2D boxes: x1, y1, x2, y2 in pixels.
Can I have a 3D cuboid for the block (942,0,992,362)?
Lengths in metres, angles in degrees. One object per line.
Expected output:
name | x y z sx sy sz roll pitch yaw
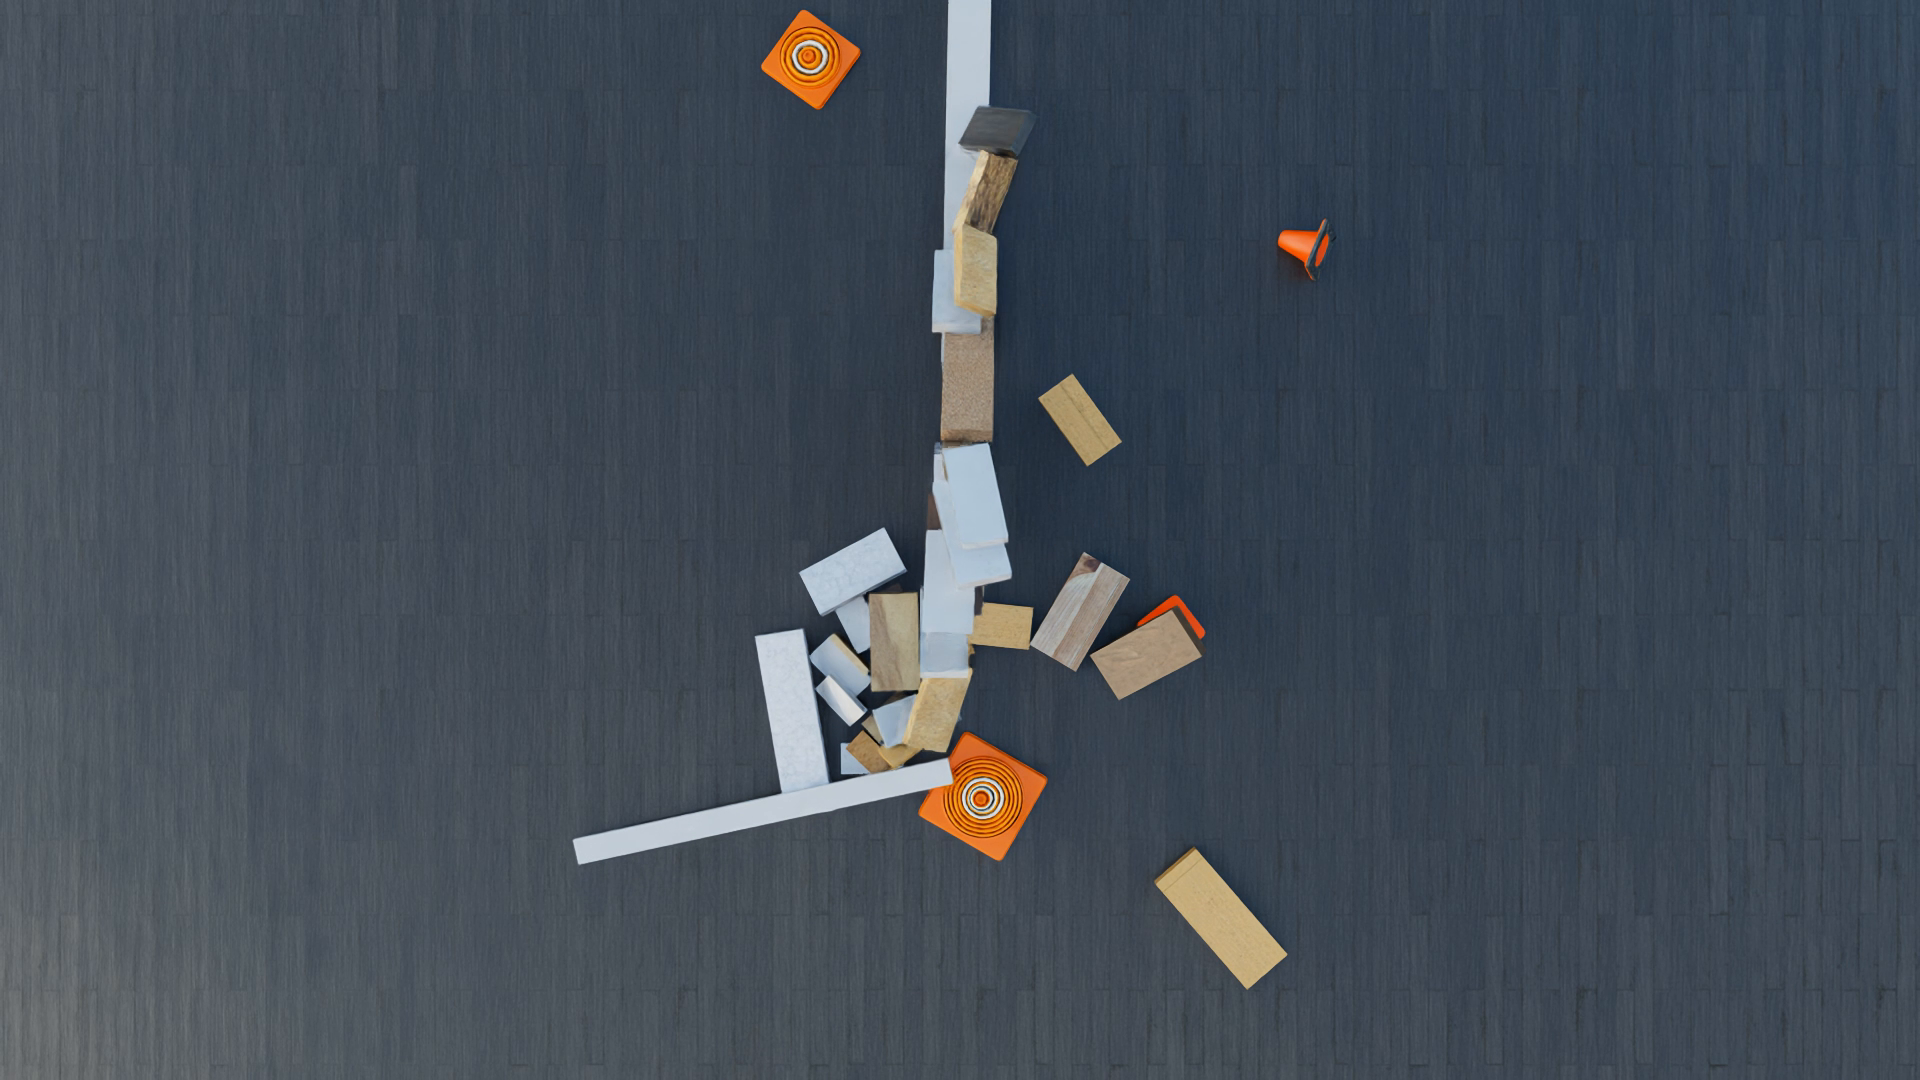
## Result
block | 0.026 -1.450 5.480 0.141 0.040 1.719 1 90 0

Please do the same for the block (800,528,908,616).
block | -0.353 0.106 5.459 0.319 0.045 0.159 -28 76 0

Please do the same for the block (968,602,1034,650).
block | 0.085 0.276 5.437 0.304 0.040 0.140 7 88 -16

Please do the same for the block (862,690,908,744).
block | -0.235 0.583 5.473 0.172 0.024 0.086 -42 90 -10

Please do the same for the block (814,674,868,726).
block | -0.394 0.529 5.466 0.172 0.024 0.086 46 123 0

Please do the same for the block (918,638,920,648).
block | -0.171 0.348 5.486 0.193 0.027 0.096 20 90 0

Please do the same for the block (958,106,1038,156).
block | 0.121 -1.325 5.335 0.040 0.282 0.141 29 87 -39

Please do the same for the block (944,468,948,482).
block | 0.011 -0.159 4.876 0.091 0.026 0.182 -8 130 5

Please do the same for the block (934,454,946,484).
block | -0.005 -0.110 5.167 0.155 0.044 0.310 1 90 0

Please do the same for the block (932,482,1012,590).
block | 0.033 -0.025 4.689 0.157 0.045 0.315 -12 69 -6

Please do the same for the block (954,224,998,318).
block | 0.050 -0.863 5.286 0.139 0.040 0.279 16 64 -33

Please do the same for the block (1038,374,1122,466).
block | 0.398 -0.398 5.480 0.139 0.040 0.279 -36 90 0

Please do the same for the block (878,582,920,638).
block | -0.200 0.247 5.460 0.096 0.027 0.193 -28 89 -1

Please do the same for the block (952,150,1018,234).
block | 0.080 -1.113 5.350 0.040 0.141 0.282 37 114 37

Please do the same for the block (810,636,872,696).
block | -0.398 0.428 5.485 0.103 0.029 0.206 -44 90 0

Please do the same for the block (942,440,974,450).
block | -0.005 -0.317 5.151 0.091 0.706 0.026 2 101 0

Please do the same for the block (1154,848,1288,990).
block | 0.865 1.254 5.475 0.177 0.050 0.461 -41 90 0

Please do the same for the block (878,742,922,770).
block | -0.178 0.676 5.442 0.169 0.024 0.085 -35 64 -22

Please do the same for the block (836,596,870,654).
block | -0.339 0.265 5.470 0.103 0.029 0.206 -28 81 0

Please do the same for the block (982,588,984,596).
block | -0.017 0.127 5.035 0.171 0.469 0.049 0 93 0

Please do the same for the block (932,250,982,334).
block | -0.008 -0.808 5.356 0.158 0.045 0.315 2 57 0

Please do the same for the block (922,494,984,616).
block | -0.015 0.042 4.776 0.171 0.049 0.343 3 89 0

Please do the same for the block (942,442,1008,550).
block | 0.043 -0.125 4.685 0.133 0.038 0.297 -9 68 -5

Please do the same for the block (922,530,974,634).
block | -0.030 0.121 4.725 0.145 0.041 0.291 3 87 0

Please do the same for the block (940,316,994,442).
block | 0.027 -0.552 5.212 0.158 0.045 0.661 2 45 0

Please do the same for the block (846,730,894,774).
block | -0.289 0.717 5.459 0.169 0.024 0.085 43 90 0

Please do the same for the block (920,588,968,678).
block | -0.051 0.287 5.127 0.145 0.041 0.291 0 60 -2

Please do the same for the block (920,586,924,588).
block | -0.061 0.284 5.439 0.133 0.038 0.266 -2 90 -14

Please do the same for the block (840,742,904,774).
block | -0.291 0.725 5.485 0.206 0.029 0.103 0 90 0

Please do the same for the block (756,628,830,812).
block | -0.545 0.605 5.461 0.159 0.045 0.609 -9 92 4

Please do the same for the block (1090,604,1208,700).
block | 0.612 0.369 5.379 0.355 0.050 0.177 -33 90 34

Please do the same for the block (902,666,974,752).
block | -0.071 0.530 5.291 0.145 0.041 0.291 14 99 -28

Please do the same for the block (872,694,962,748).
block | -0.142 0.578 5.441 0.266 0.038 0.133 -20 82 -14

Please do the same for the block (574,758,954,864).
block | -0.652 0.896 5.446 1.279 0.024 0.085 -13 92 4

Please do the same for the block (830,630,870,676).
block | -0.361 0.374 5.456 0.024 0.086 0.172 -43 90 5

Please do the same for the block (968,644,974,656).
block | -0.023 0.298 5.486 0.096 0.027 0.193 -16 90 0

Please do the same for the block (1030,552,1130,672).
block | 0.396 0.237 5.475 0.177 0.050 0.355 30 90 0

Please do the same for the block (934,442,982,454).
block | -0.005 -0.263 5.344 0.155 0.311 0.044 0 105 0

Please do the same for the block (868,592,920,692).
block | -0.216 0.334 5.418 0.159 0.045 0.319 -2 92 -3
